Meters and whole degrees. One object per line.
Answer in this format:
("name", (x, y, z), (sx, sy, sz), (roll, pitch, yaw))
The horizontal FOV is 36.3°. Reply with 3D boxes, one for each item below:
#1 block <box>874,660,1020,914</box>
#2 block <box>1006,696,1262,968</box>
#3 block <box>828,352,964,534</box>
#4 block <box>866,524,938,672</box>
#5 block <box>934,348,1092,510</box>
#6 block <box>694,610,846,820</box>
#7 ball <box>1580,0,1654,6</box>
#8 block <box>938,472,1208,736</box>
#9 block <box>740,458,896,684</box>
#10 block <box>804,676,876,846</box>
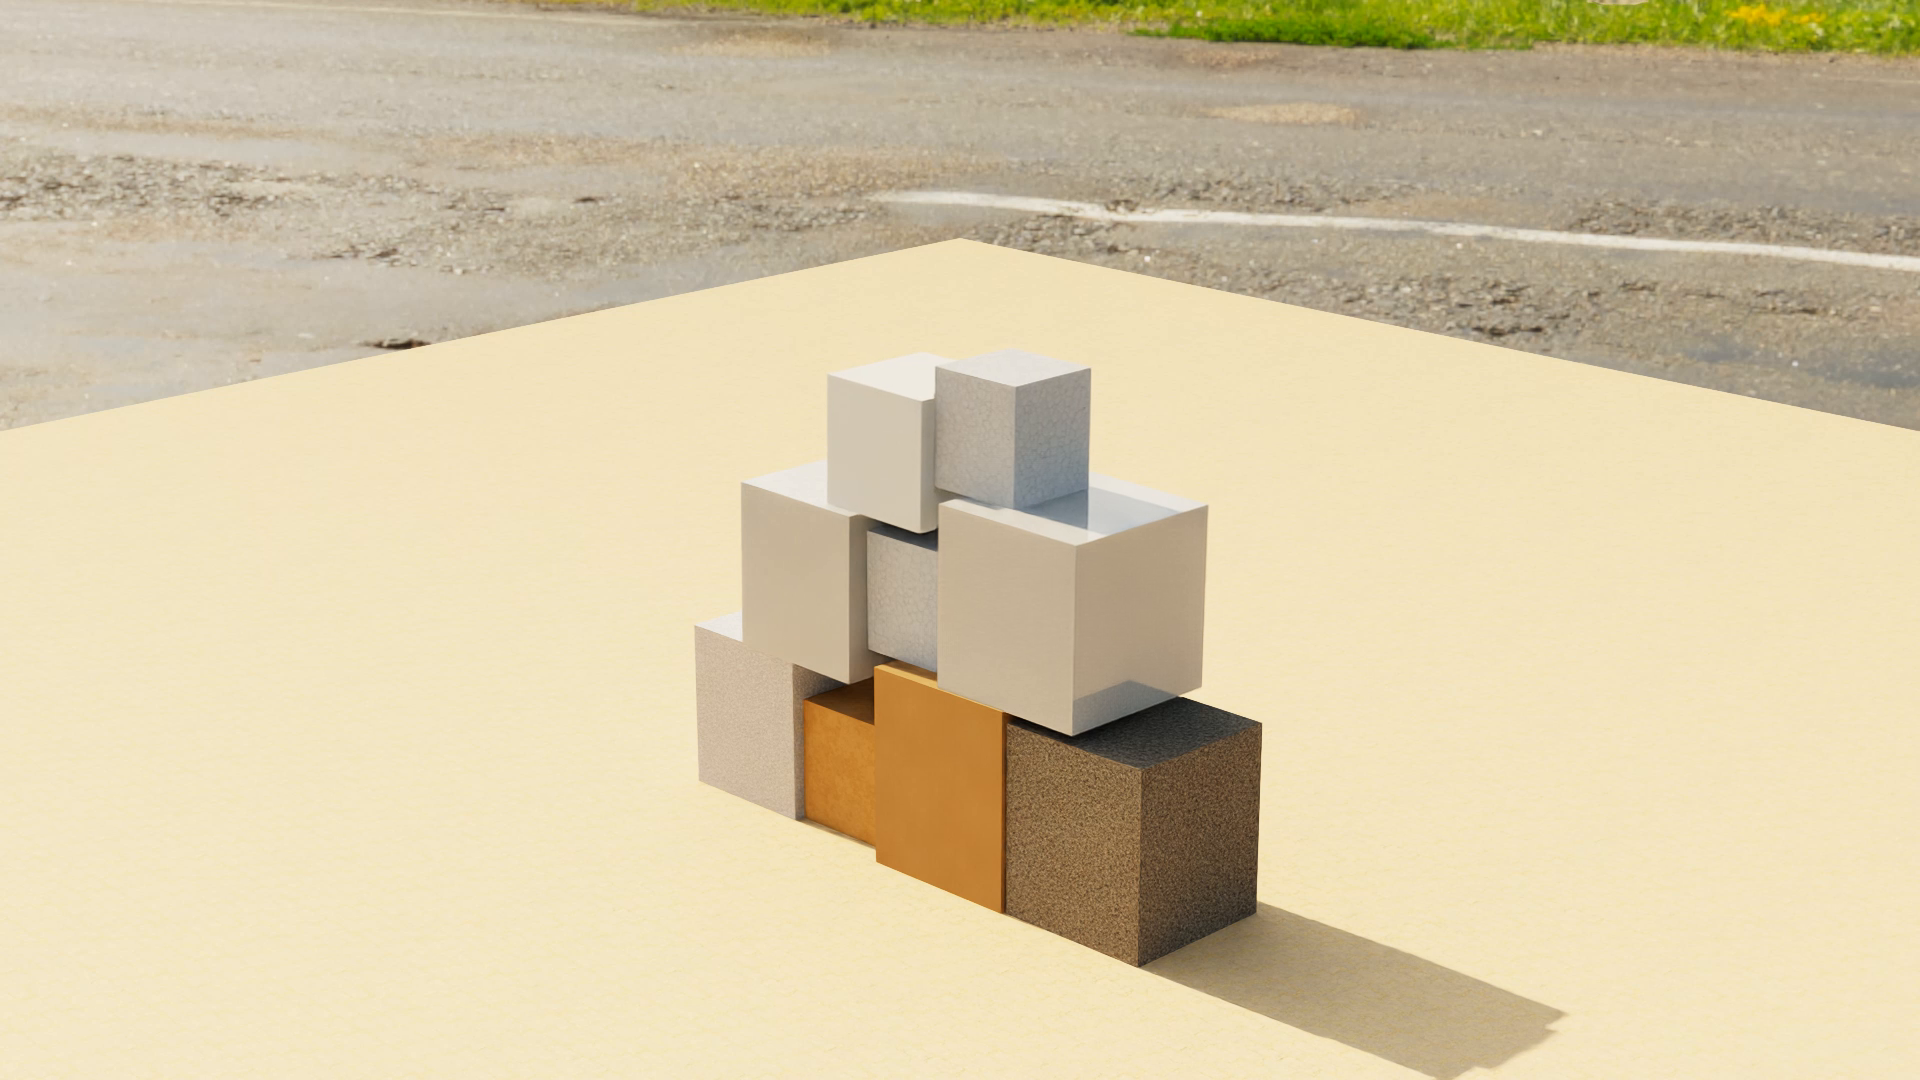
("block", (0.187, 1.034, 13.454), (0.822, 0.960, 0.810), (-17, 24, -42))
("block", (0.762, 1.230, 12.921), (0.794, 0.906, 0.785), (-17, 24, -42))
("block", (-0.176, -0.453, 13.356), (0.603, 0.612, 0.612), (-17, 25, -42))
("block", (-0.011, 0.231, 13.451), (0.583, 0.573, 0.587), (-17, 24, -42))
("block", (0.231, -0.498, 12.944), (0.489, 0.552, 0.483), (18, 25, 42))
("block", (-0.792, 0.804, 14.422), (0.712, 0.819, 0.715), (-17, 24, -42))
("ball", (3.610, -3.721, 15.956), (1.600, 1.600, 1.600), (0, 17, 0))
("block", (0.493, 0.249, 12.925), (0.851, 0.854, 0.817), (-17, 25, -42))
("block", (-0.492, 0.112, 13.907), (0.790, 0.812, 0.748), (-17, 25, -42))
("block", (-0.317, 1.047, 13.998), (0.597, 0.608, 0.611), (-17, 24, -42))
